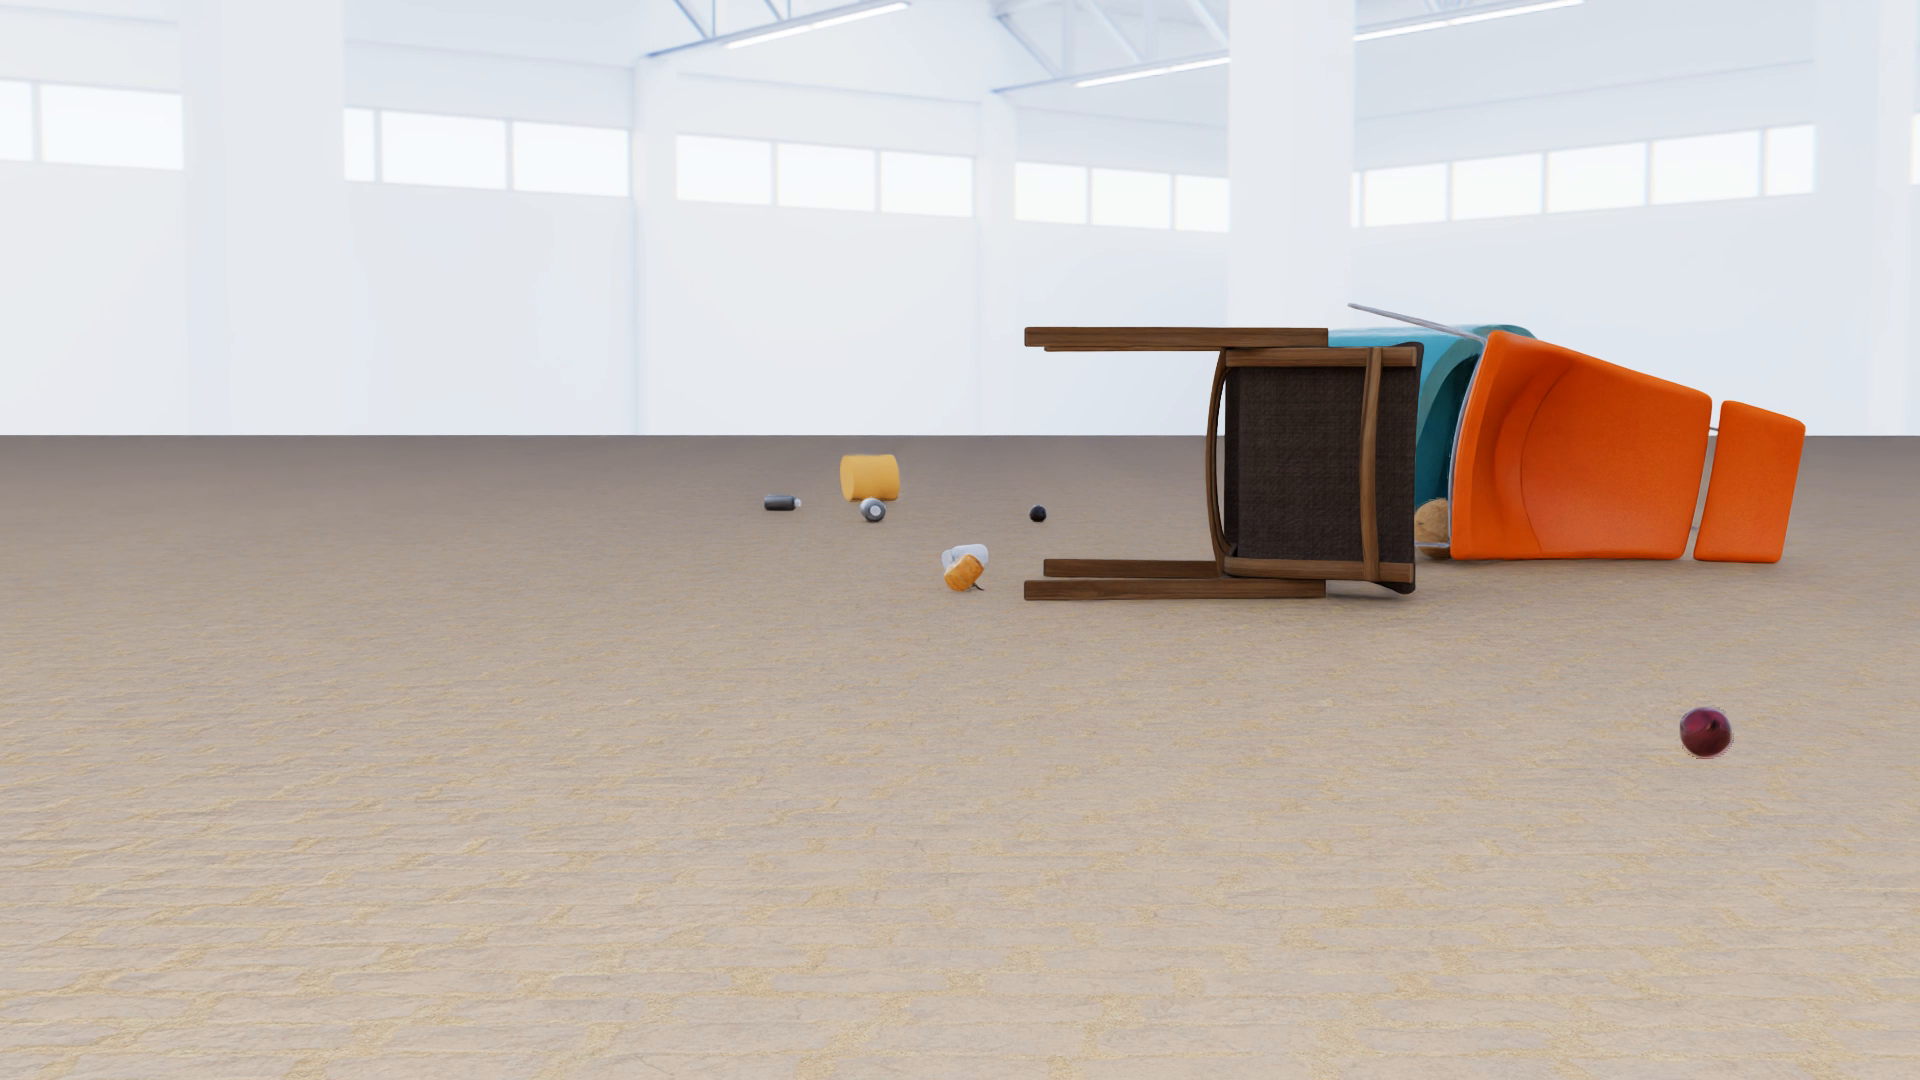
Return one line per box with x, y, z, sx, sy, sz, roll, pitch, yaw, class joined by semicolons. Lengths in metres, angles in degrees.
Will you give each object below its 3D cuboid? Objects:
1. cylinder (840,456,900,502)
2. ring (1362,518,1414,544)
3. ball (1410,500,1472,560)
-0.361;-0.246;8.806;0.195;0.189;0.147;-2;-22;-22;cylinder
1.207;-0.027;6.159;0.185;0.038;0.115;21;15;35;ring
1.271;-0.028;5.804;0.158;0.158;0.158;0;4;0;ball
